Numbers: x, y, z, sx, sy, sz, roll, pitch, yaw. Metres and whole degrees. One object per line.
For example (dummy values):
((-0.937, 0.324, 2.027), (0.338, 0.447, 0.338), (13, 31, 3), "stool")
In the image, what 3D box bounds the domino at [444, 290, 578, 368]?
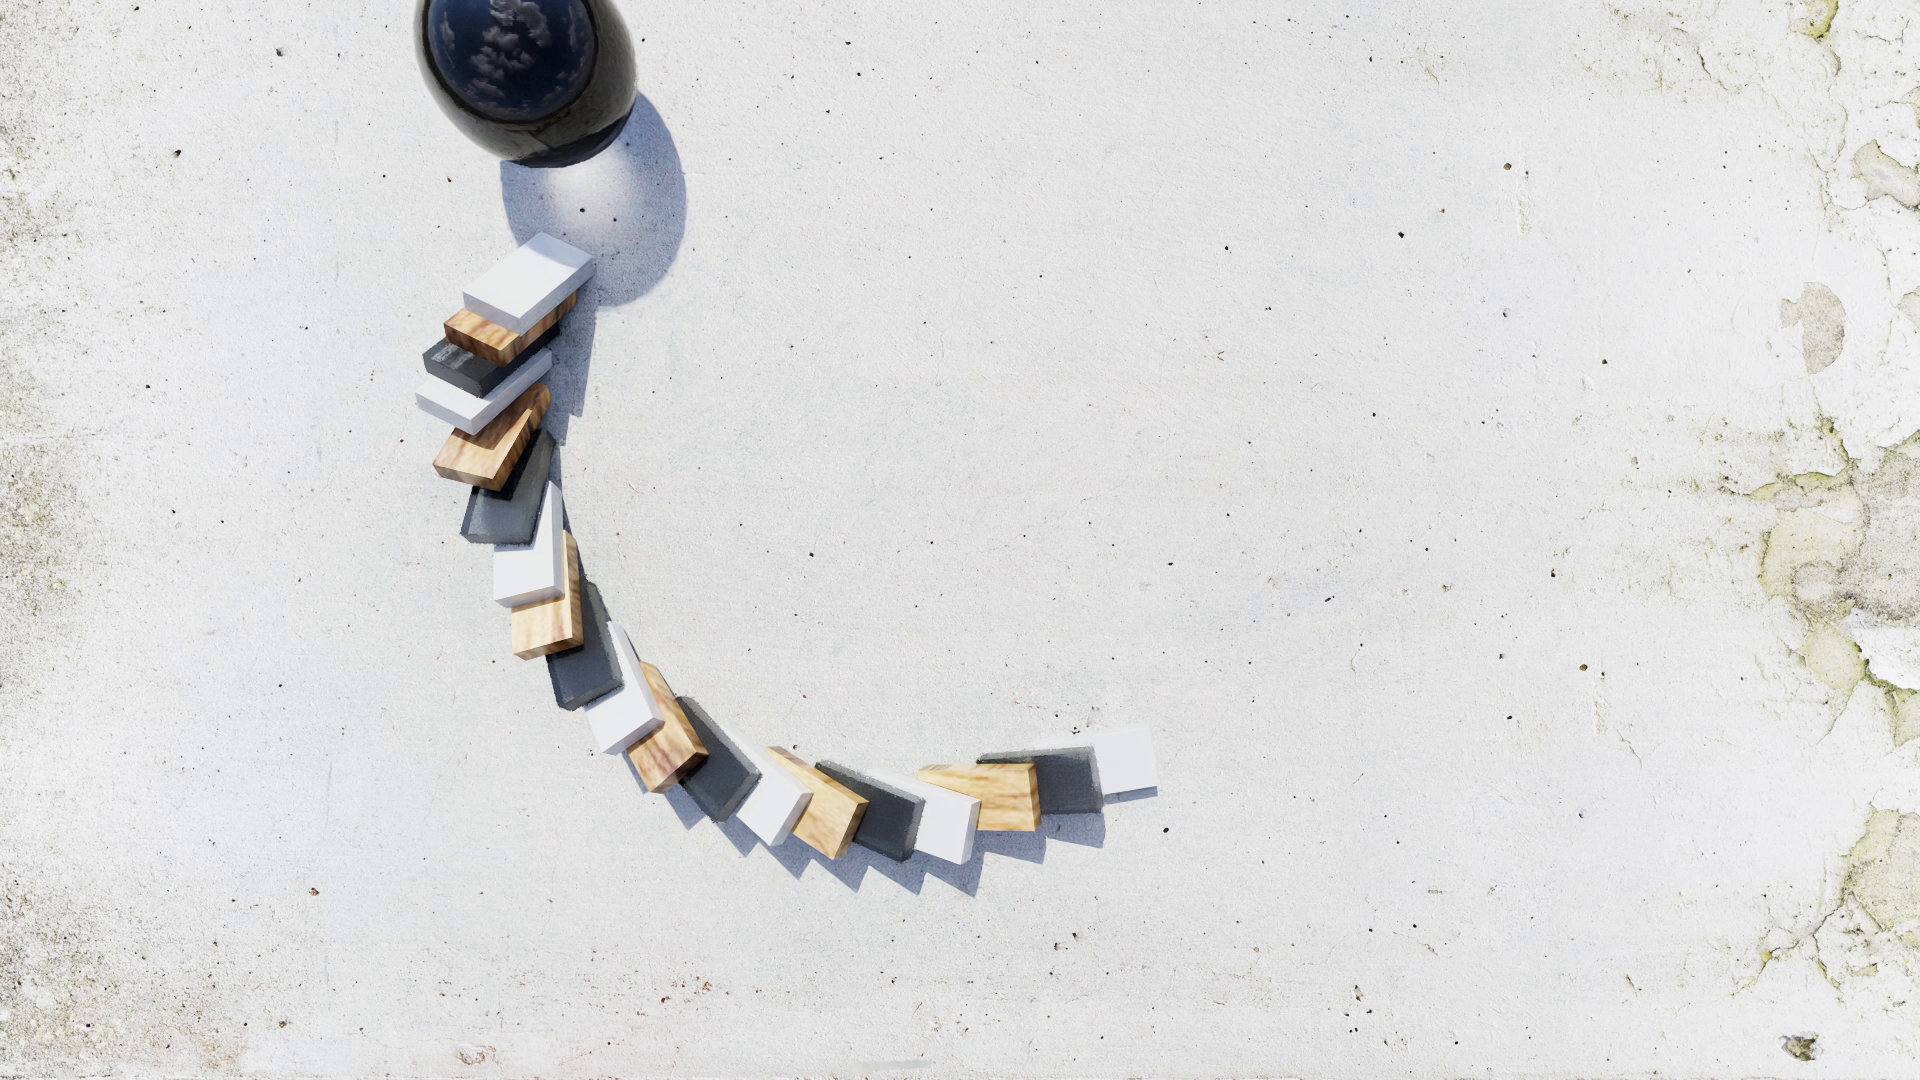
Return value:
((-0.185, -0.094, 0.380), (0.025, 0.010, 0.050), (25, 50, 0), "domino")

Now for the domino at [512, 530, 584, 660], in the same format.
((-0.174, 0.023, 0.385), (0.025, 0.010, 0.050), (-16, 64, 0), "domino")

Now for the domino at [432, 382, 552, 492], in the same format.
((-0.194, -0.046, 0.383), (0.025, 0.010, 0.050), (14, 59, 0), "domino")

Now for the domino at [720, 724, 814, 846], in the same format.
((-0.088, 0.102, 0.385), (0.050, 0.010, 0.025), (32, 90, 26), "domino")

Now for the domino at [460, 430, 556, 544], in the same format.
((-0.189, -0.023, 0.385), (0.025, 0.009, 0.050), (1, 65, 0), "domino")

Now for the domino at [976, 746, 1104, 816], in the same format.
((0.033, 0.102, 0.386), (0.050, 0.010, 0.025), (-10, 90, 23), "domino")

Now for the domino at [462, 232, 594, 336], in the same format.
((-0.178, -0.107, 0.380), (0.025, 0.009, 0.050), (26, 50, 0), "domino")

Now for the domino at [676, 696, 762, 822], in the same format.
((-0.108, 0.091, 0.385), (0.050, 0.010, 0.025), (38, 90, 26), "domino")

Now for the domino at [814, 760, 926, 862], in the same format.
((-0.041, 0.113, 0.385), (0.050, 0.010, 0.025), (14, 90, 25), "domino")

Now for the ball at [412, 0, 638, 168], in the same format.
((-0.169, -0.189, 0.360), (0.080, 0.080, 0.080), (0, 90, 0), "ball")

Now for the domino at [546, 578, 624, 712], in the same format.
((-0.161, 0.043, 0.385), (0.025, 0.009, 0.050), (-27, 64, 0), "domino")

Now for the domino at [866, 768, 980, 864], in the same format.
((-0.018, 0.115, 0.385), (0.050, 0.010, 0.025), (11, 90, 25), "domino")

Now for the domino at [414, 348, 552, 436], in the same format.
((-0.196, -0.067, 0.380), (0.025, 0.010, 0.050), (26, 50, 1), "domino")

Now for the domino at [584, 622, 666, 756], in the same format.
((-0.146, 0.062, 0.385), (0.025, 0.009, 0.050), (-35, 64, 0), "domino")

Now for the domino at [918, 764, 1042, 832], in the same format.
((0.008, 0.108, 0.386), (0.050, 0.009, 0.025), (-6, 90, 23), "domino")

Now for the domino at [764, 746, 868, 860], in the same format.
((-0.065, 0.110, 0.385), (0.050, 0.009, 0.025), (24, 90, 25), "domino")

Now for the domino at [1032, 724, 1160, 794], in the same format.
((0.058, 0.096, 0.395), (0.050, 0.010, 0.025), (-9, 90, 0), "domino")

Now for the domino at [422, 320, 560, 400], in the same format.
((-0.193, -0.082, 0.380), (0.025, 0.009, 0.050), (26, 50, 1), "domino")

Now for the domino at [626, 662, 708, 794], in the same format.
((-0.129, 0.078, 0.385), (0.025, 0.009, 0.050), (-41, 64, 0), "domino")

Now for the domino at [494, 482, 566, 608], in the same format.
((-0.181, 0.002, 0.385), (0.025, 0.010, 0.050), (-14, 64, 0), "domino")
